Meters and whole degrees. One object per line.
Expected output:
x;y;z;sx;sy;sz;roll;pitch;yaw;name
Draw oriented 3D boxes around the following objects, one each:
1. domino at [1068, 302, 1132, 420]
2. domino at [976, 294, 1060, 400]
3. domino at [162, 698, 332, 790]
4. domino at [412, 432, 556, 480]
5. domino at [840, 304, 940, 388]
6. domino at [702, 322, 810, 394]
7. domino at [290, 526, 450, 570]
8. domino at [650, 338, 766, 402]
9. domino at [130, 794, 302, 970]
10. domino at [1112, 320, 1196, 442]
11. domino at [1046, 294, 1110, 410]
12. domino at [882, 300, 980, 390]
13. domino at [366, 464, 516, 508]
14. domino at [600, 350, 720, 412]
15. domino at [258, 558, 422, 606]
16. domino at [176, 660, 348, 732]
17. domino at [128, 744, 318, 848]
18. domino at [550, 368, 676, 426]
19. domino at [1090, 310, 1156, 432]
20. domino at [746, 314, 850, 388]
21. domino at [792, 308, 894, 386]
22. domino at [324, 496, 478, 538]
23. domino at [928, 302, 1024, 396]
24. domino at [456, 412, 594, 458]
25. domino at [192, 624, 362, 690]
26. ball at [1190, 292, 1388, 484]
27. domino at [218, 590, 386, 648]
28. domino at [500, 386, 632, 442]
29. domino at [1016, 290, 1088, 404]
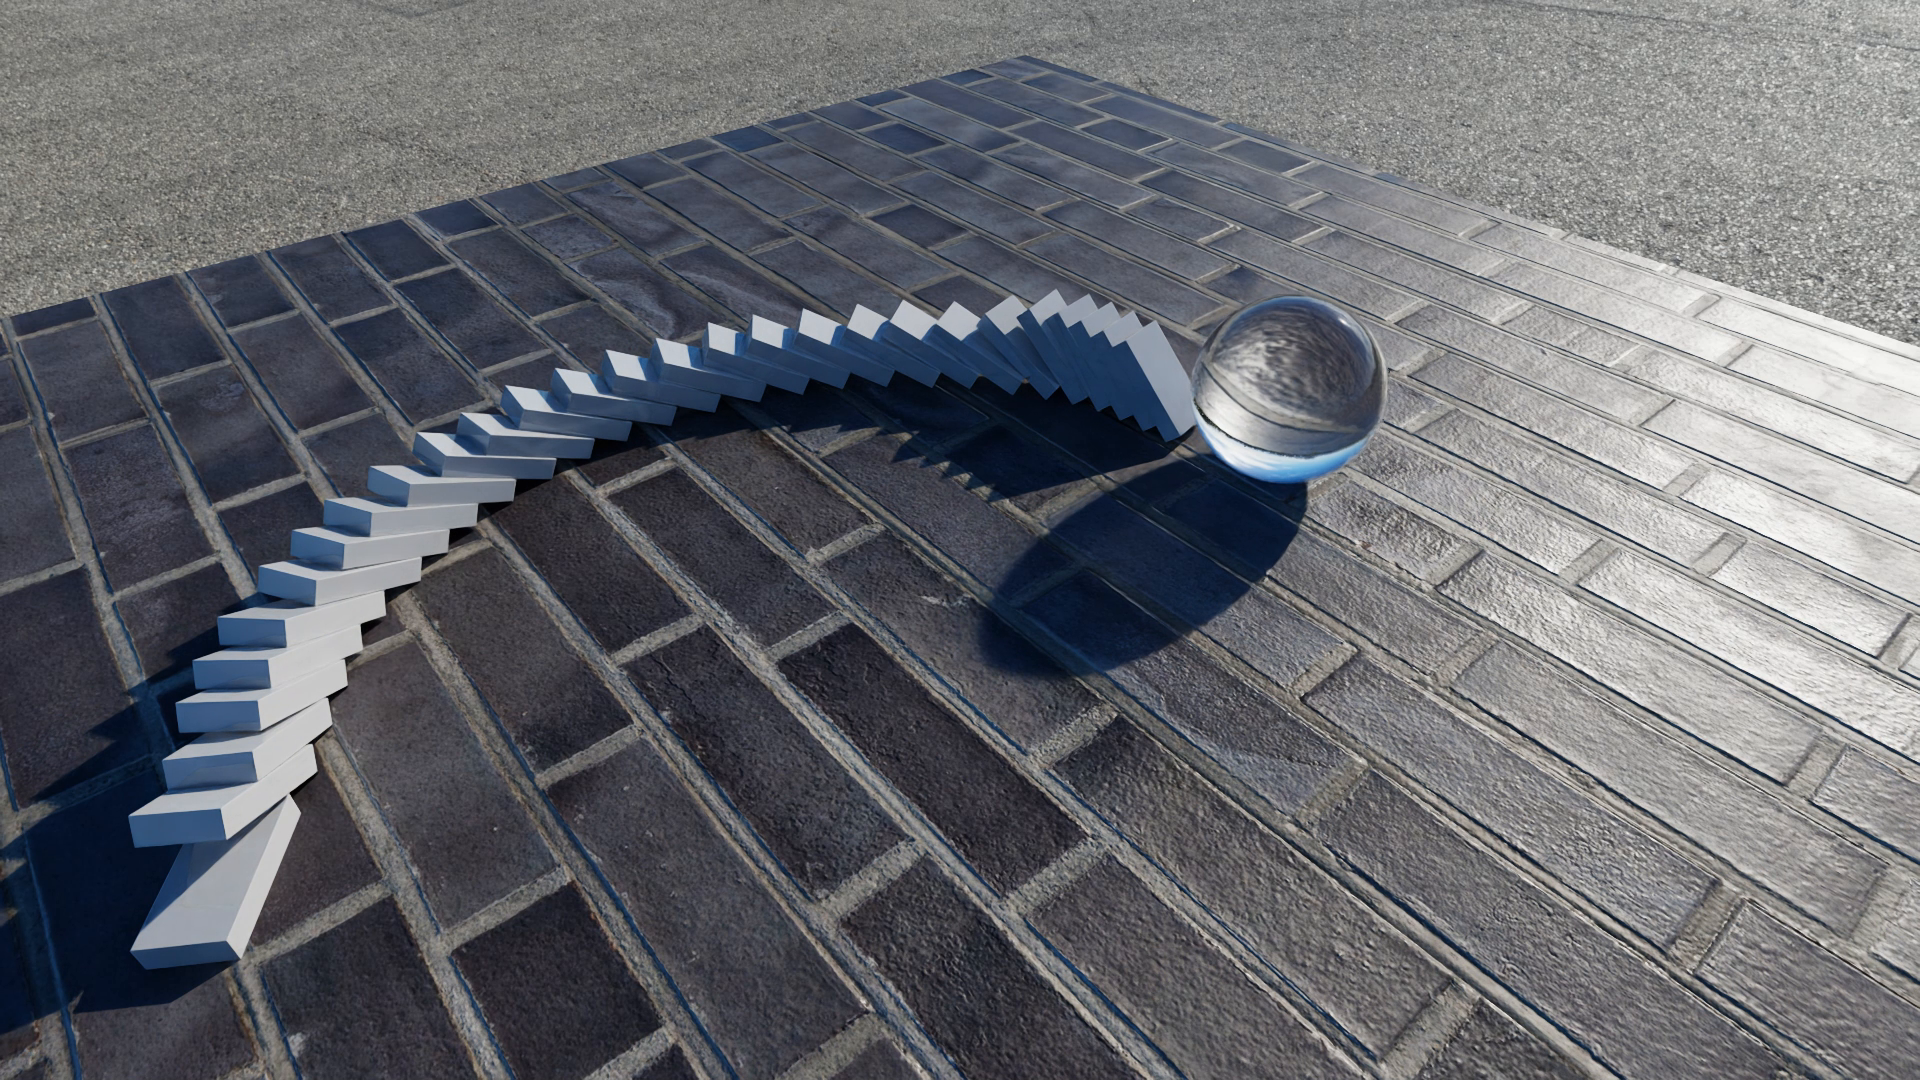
0.074;-0.085;0.520;0.025;0.050;0.009;-36;9;-36;domino
0.034;-0.095;0.538;0.050;0.009;0.025;47;50;1;domino
-0.223;0.064;0.348;0.025;0.009;0.050;-5;11;-6;domino
-0.202;-0.036;0.469;0.025;0.009;0.050;30;19;32;domino
-0.032;-0.096;0.544;0.050;0.010;0.025;25;39;-11;domino
-0.099;-0.088;0.534;0.050;0.010;0.025;15;33;-25;domino
-0.225;0.001;0.423;0.025;0.010;0.050;12;10;17;domino
-0.120;-0.081;0.526;0.050;0.009;0.025;9;32;-32;domino
-0.217;0.099;0.323;0.025;0.010;0.050;-4;40;-5;domino
0.092;-0.073;0.506;0.025;0.050;0.010;-37;9;-36;domino
0.064;-0.090;0.526;0.025;0.050;0.009;-36;9;-36;domino
-0.012;-0.097;0.543;0.050;0.010;0.025;30;39;-8;domino
-0.212;-0.023;0.452;0.025;0.010;0.050;19;13;25;domino
-0.141;-0.075;0.517;0.050;0.009;0.025;8;31;-35;domino
-0.230;0.013;0.410;0.025;0.009;0.050;12;11;14;domino
-0.228;0.051;0.362;0.025;0.009;0.050;-2;8;-1;domino
-0.220;0.076;0.332;0.025;0.009;0.050;-4;10;-3;domino
-0.159;-0.066;0.506;0.050;0.010;0.025;4;30;-41;domino
0.083;-0.079;0.513;0.025;0.050;0.009;-37;9;-36;domino
-0.079;-0.092;0.538;0.050;0.010;0.025;17;33;-22;domino
-0.057;-0.095;0.542;0.050;0.010;0.025;21;35;-17;domino
-0.221;-0.011;0.436;0.025;0.009;0.050;13;10;21;domino
0.011;-0.095;0.541;0.050;0.010;0.025;34;43;-3;domino
-0.189;-0.045;0.481;0.025;0.009;0.050;30;19;32;domino
-0.231;0.039;0.375;0.025;0.010;0.050;-1;8;3;domino
0.138;-0.064;0.465;0.080;0.080;0.080;0;39;0;ball
-0.232;0.027;0.390;0.025;0.009;0.050;1;9;8;domino
-0.177;-0.057;0.494;0.050;0.009;0.025;3;28;-44;domino
0.050;-0.093;0.530;0.009;0.050;0.025;-23;15;49;domino
